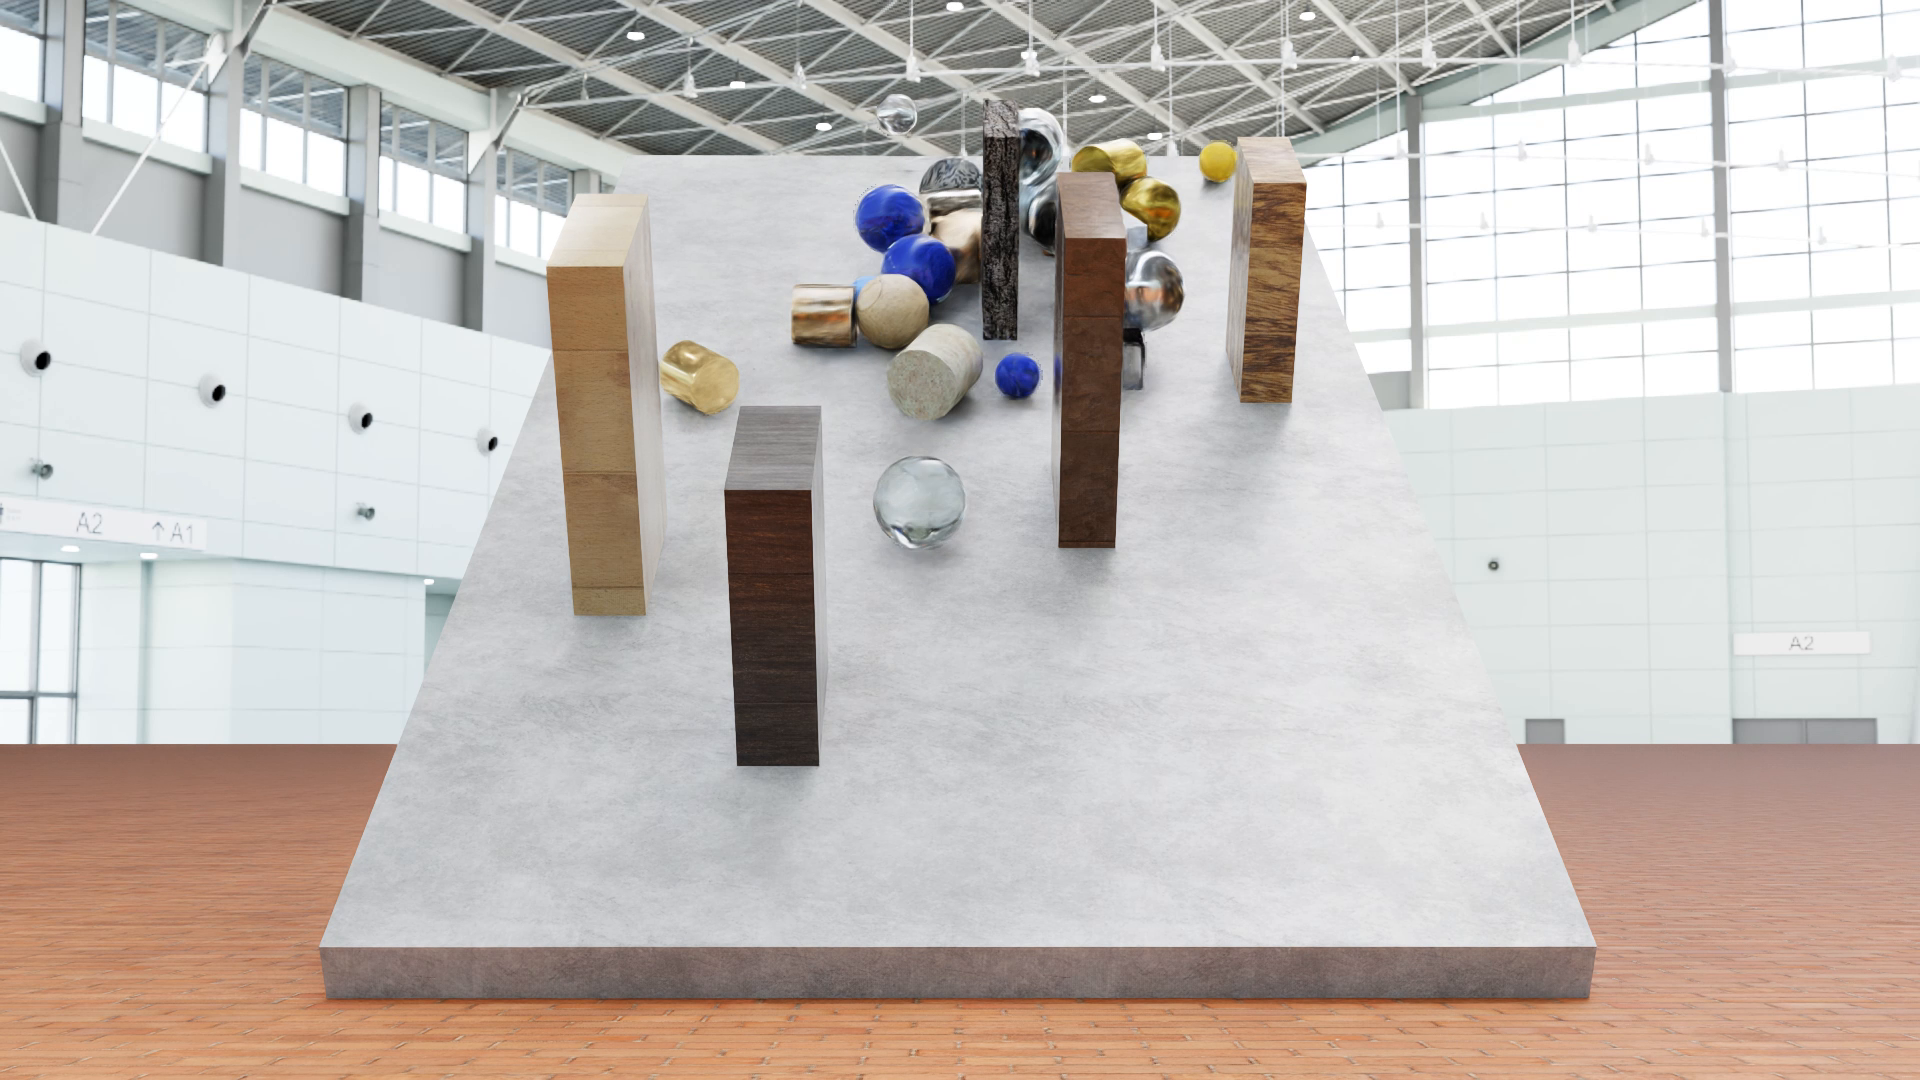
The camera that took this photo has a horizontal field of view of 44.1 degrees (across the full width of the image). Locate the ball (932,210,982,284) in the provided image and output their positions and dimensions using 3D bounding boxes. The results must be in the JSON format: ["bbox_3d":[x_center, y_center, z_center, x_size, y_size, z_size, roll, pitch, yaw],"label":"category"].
[{"bbox_3d":[0.018,-0.773,6.260,0.195,0.195,0.195,0,-5,0],"label":"ball"}]

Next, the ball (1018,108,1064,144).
[{"bbox_3d":[0.204,-1.128,6.673,0.173,0.173,0.173,0,-5,0],"label":"ball"}]

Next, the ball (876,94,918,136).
[{"bbox_3d":[-0.174,-1.173,6.532,0.113,0.113,0.113,0,-5,0],"label":"ball"}]

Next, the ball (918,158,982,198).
[{"bbox_3d":[-0.017,-0.974,6.654,0.198,0.198,0.198,0,-5,0],"label":"ball"}]

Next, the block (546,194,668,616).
[{"bbox_3d":[-0.689,-0.269,4.682,0.141,0.728,0.409,0,27,0],"label":"block"}]

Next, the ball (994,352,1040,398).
[{"bbox_3d":[0.136,-0.388,5.605,0.108,0.108,0.108,0,-5,0],"label":"ball"}]

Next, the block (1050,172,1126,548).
[{"bbox_3d":[0.264,-0.378,4.956,0.119,0.679,0.406,0,27,0],"label":"block"}]

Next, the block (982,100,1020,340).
[{"bbox_3d":[0.101,-0.807,5.964,0.086,0.526,0.317,0,27,0],"label":"block"}]

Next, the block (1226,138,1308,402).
[{"bbox_3d":[0.723,-0.643,5.630,0.122,0.542,0.342,0,27,0],"label":"block"}]

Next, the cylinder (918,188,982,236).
[{"bbox_3d":[-0.024,-0.872,6.394,0.149,0.149,0.149,-6,-4,-12],"label":"cylinder"}]

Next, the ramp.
[{"bbox_3d":[-0.011,-0.226,5.515,2.000,0.100,4.000,0,27,0],"label":"ramp"}]

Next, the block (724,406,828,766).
[{"bbox_3d":[-0.320,0.079,4.208,0.145,0.540,0.347,0,27,0],"label":"block"}]

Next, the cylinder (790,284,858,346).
[{"bbox_3d":[-0.335,-0.558,5.887,0.150,0.150,0.150,3,-5,4],"label":"cylinder"}]

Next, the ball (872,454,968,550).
[{"bbox_3d":[-0.083,-0.078,4.898,0.195,0.195,0.195,0,-5,0],"label":"ball"}]

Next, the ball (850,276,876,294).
[{"bbox_3d":[-0.232,-0.615,6.040,0.115,0.115,0.115,0,-5,0],"label":"ball"}]

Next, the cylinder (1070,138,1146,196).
[{"bbox_3d":[0.415,-1.031,6.604,0.153,0.153,0.153,-4,12,41],"label":"cylinder"}]

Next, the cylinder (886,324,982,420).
[{"bbox_3d":[-0.058,-0.394,5.541,0.175,0.175,0.175,-2,24,24],"label":"cylinder"}]

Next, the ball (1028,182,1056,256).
[{"bbox_3d":[0.279,-0.837,6.169,0.202,0.202,0.202,0,-5,0],"label":"ball"}]

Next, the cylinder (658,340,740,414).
[{"bbox_3d":[-0.612,-0.382,5.555,0.138,0.138,0.138,5,17,-44],"label":"cylinder"}]

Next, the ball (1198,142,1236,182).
[{"bbox_3d":[0.767,-1.122,7.038,0.117,0.117,0.117,0,-5,0],"label":"ball"}]

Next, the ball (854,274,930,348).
[{"bbox_3d":[-0.168,-0.567,5.868,0.185,0.185,0.185,0,-5,0],"label":"ball"}]

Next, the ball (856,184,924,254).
[{"bbox_3d":[-0.186,-0.851,6.297,0.184,0.184,0.184,0,-5,0],"label":"ball"}]

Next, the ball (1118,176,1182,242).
[{"bbox_3d":[0.523,-0.913,6.558,0.181,0.181,0.181,0,-5,0],"label":"ball"}]

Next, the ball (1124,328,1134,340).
[{"bbox_3d":[0.379,-0.567,5.908,0.152,0.152,0.152,0,-5,0],"label":"ball"}]

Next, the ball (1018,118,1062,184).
[{"bbox_3d":[0.186,-1.057,6.445,0.181,0.181,0.181,0,-5,0],"label":"ball"}]

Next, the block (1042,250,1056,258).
[{"bbox_3d":[0.299,-0.834,6.466,0.107,0.107,0.107,21,36,38],"label":"block"}]

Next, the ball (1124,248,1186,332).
[{"bbox_3d":[0.447,-0.604,5.747,0.204,0.204,0.204,0,-5,0],"label":"ball"}]

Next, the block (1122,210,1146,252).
[{"bbox_3d":[0.398,-0.785,6.341,0.147,0.147,0.147,-11,29,-21],"label":"block"}]

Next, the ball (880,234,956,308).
[{"bbox_3d":[-0.107,-0.689,6.097,0.195,0.195,0.195,0,-5,0],"label":"ball"}]

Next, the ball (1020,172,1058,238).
[{"bbox_3d":[0.227,-0.932,6.580,0.192,0.192,0.192,0,-5,0],"label":"ball"}]

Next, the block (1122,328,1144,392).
[{"bbox_3d":[0.378,-0.432,5.685,0.114,0.114,0.114,-1,27,-2],"label":"block"}]
